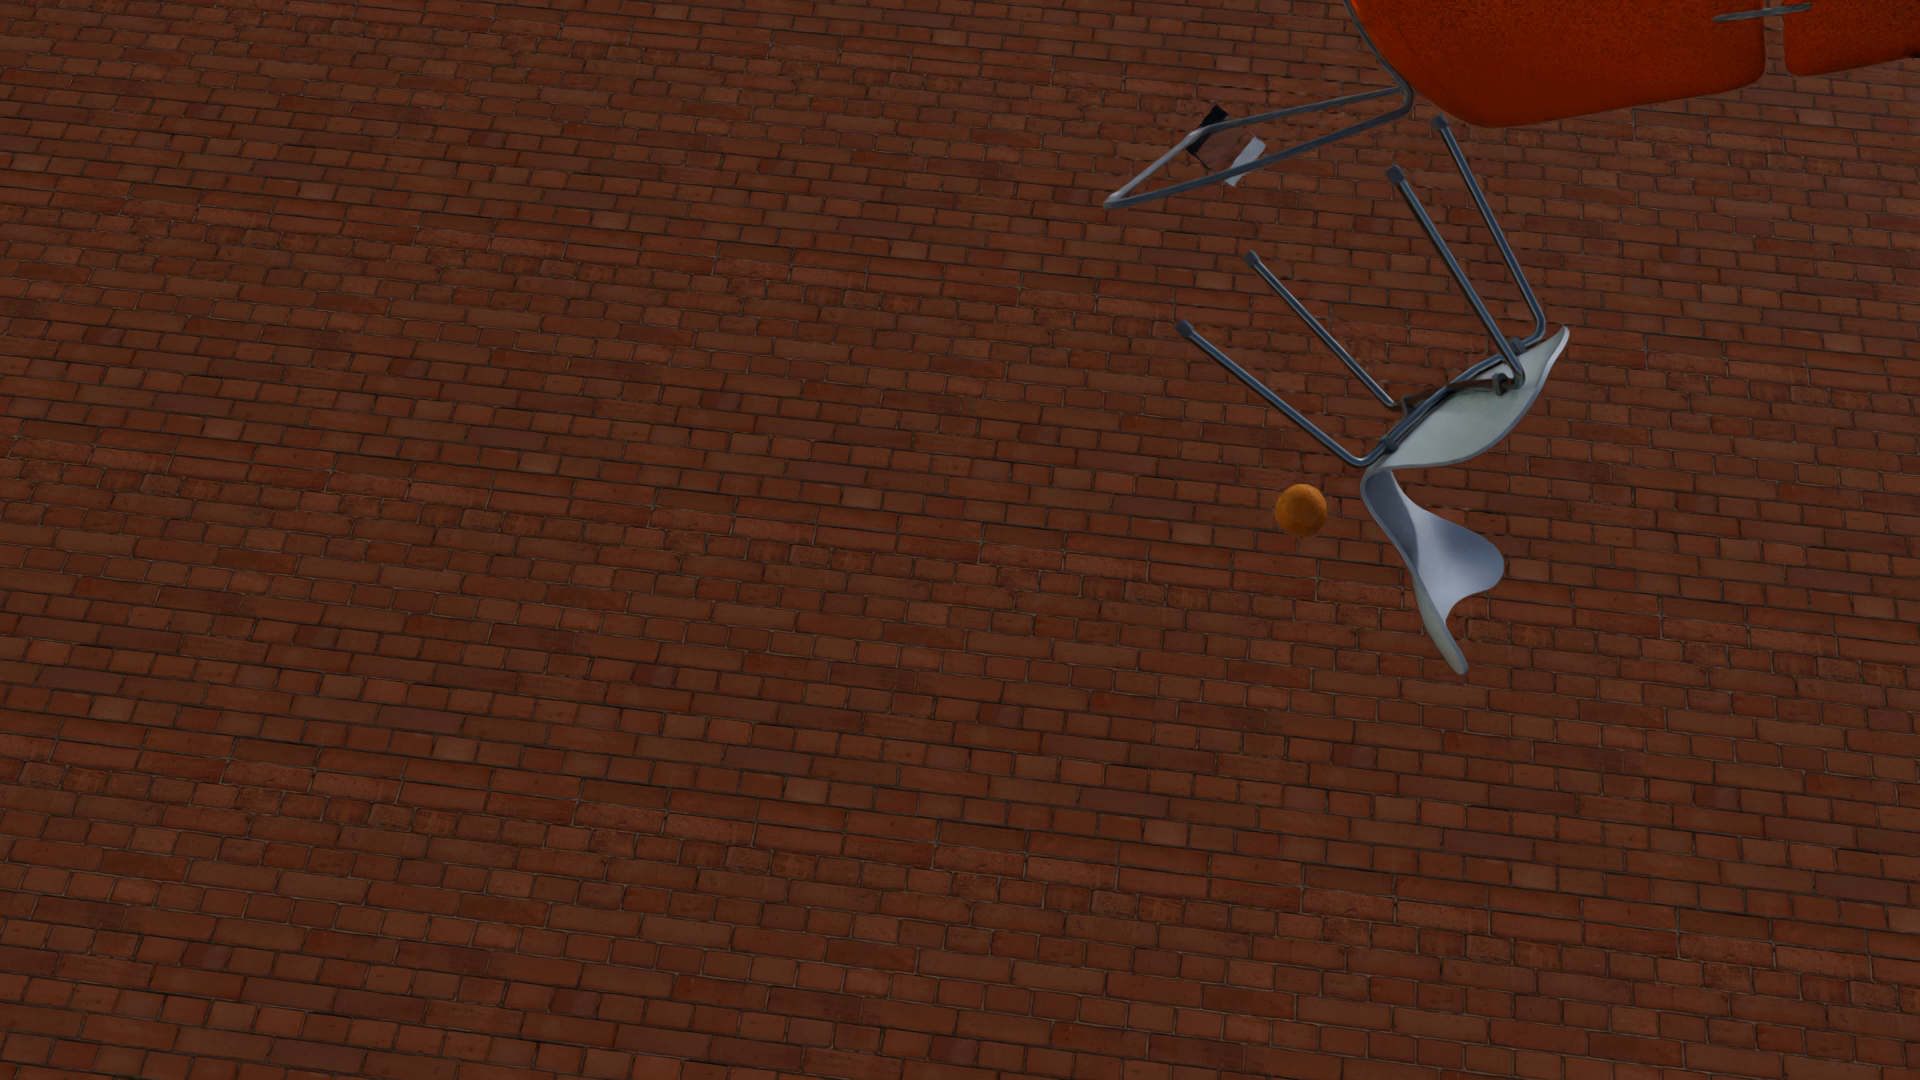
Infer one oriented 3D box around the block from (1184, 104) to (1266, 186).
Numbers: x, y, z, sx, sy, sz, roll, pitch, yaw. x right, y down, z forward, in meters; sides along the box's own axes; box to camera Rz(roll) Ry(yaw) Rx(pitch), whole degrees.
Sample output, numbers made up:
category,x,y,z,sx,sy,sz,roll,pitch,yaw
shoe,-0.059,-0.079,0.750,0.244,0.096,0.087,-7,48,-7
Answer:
category,x,y,z,sx,sy,sz,roll,pitch,yaw
block,0.554,-0.824,4.596,0.110,0.101,0.097,-50,58,14
